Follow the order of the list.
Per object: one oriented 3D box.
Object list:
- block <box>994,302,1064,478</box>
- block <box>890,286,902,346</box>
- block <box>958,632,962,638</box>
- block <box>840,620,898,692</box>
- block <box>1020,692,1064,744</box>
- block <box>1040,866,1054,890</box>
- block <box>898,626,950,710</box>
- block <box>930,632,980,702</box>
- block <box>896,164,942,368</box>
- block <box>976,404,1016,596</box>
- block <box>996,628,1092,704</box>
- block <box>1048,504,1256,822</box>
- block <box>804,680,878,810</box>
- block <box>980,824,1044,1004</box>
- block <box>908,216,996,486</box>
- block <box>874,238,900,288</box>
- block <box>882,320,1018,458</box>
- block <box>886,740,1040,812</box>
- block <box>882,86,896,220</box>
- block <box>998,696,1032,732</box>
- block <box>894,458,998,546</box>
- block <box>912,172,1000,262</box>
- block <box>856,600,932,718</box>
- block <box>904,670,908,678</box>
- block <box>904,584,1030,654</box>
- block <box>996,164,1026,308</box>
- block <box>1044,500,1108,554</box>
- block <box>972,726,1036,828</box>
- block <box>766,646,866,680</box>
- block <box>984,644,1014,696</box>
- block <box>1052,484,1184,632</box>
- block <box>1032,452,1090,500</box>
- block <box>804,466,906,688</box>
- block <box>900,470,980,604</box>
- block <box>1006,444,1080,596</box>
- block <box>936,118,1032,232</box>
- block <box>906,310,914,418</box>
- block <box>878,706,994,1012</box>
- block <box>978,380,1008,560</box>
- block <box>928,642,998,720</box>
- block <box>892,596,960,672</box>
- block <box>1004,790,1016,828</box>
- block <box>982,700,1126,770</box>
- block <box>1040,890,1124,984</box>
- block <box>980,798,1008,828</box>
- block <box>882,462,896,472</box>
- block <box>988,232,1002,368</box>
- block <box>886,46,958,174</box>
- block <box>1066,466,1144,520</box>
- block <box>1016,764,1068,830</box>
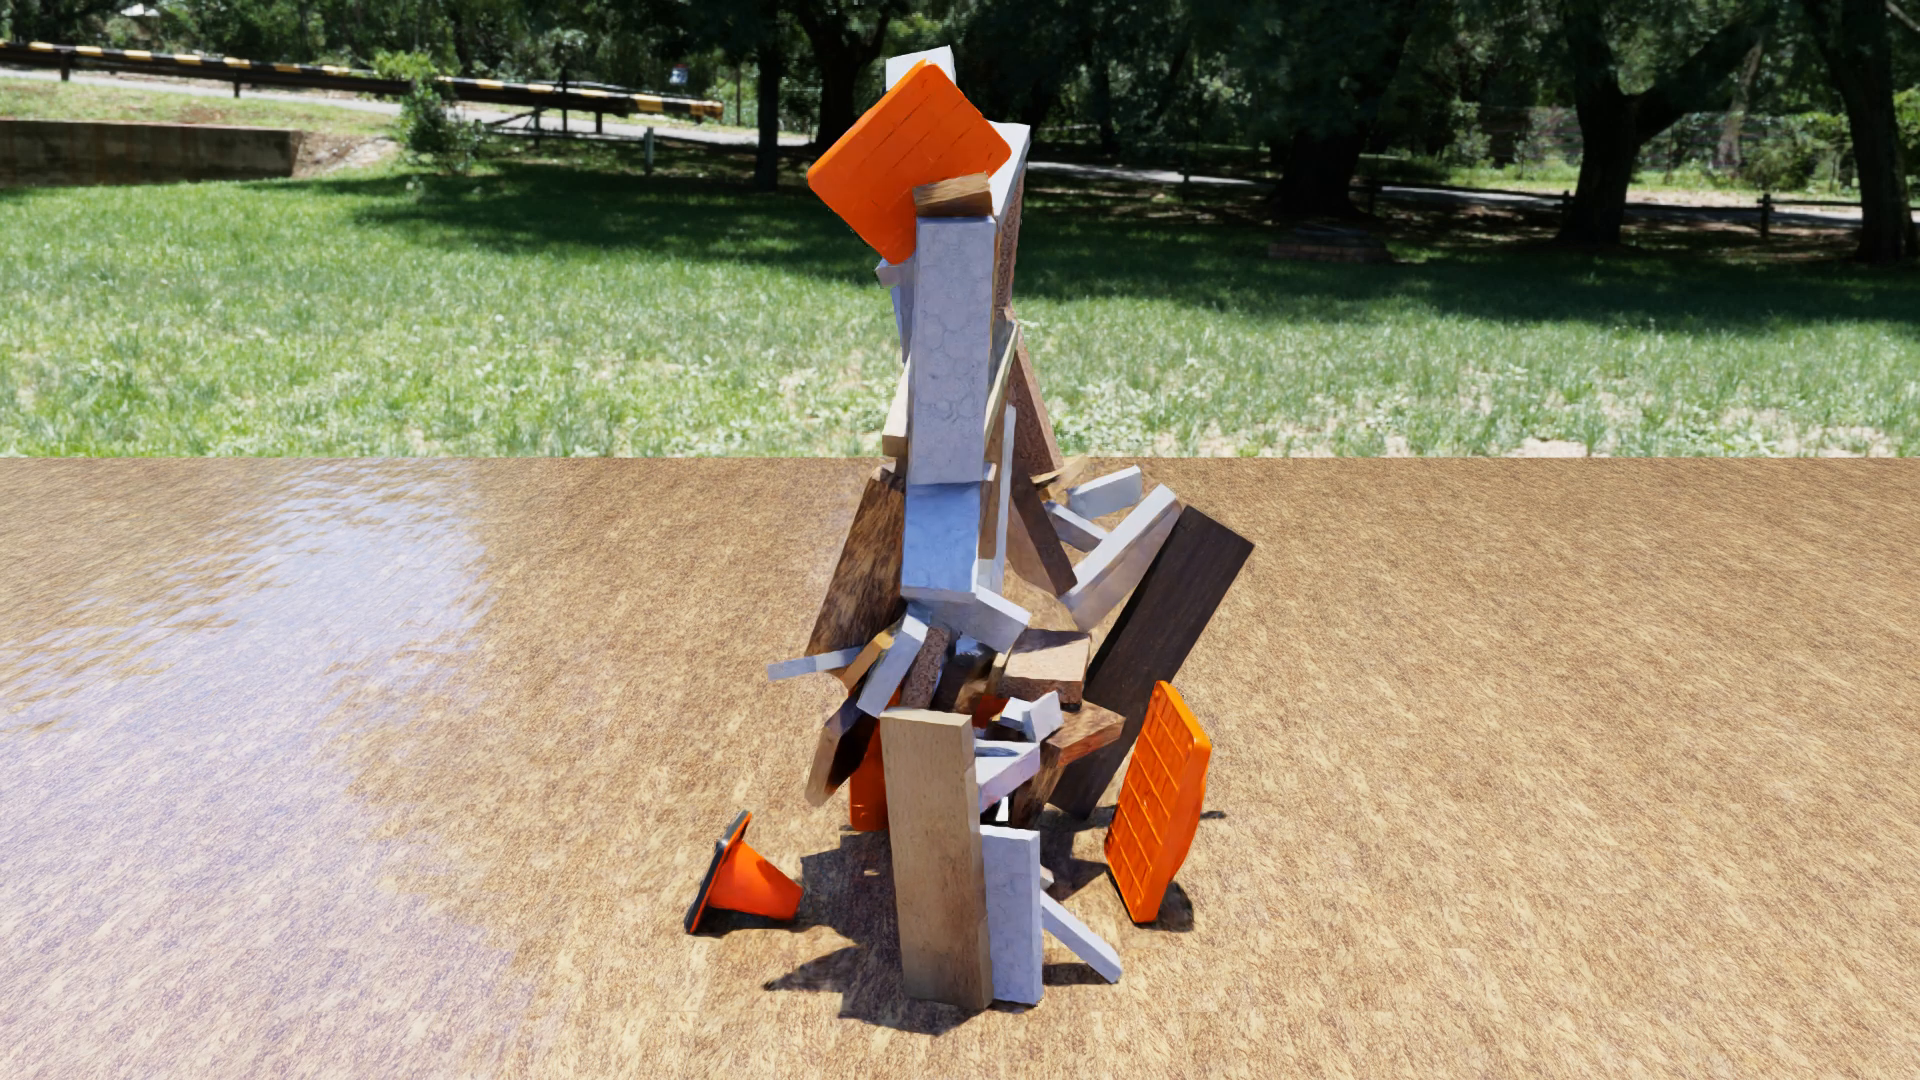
[{"bbox_3d":[0.057,-0.333,3.926,0.124,0.461,0.035,-13,10,33],"label":"block"},{"bbox_3d":[-0.035,-0.324,3.721,0.124,0.247,0.035,-16,-11,29],"label":"block"},{"bbox_3d":[-0.073,0.107,3.891,0.034,0.120,0.240,-9,50,-29],"label":"block"},{"bbox_3d":[-0.124,0.174,3.473,0.090,0.025,0.180,-35,-8,-31],"label":"block"},{"bbox_3d":[0.134,0.289,3.572,0.016,0.055,0.144,-12,4,21],"label":"block"},{"bbox_3d":[0.055,0.550,3.375,0.088,0.175,0.025,30,31,-20],"label":"block"},{"bbox_3d":[-0.059,0.209,3.456,0.037,0.130,0.261,16,-7,-2],"label":"block"},{"bbox_3d":[-0.020,0.250,3.769,0.037,0.131,0.261,27,47,7],"label":"block"},{"bbox_3d":[-0.042,-0.424,3.657,0.112,0.398,0.032,-3,-1,18],"label":"block"},{"bbox_3d":[0.000,-0.068,3.722,0.162,0.325,0.046,0,-10,27],"label":"block"},{"bbox_3d":[0.150,0.219,3.862,0.143,0.040,0.285,3,15,6],"label":"block"},{"bbox_3d":[0.322,0.227,4.019,0.143,0.597,0.040,29,5,-25],"label":"block"},{"bbox_3d":[-0.194,0.342,3.679,0.120,0.034,0.393,-46,-10,-23],"label":"block"},{"bbox_3d":[0.052,0.542,3.199,0.127,0.254,0.036,4,15,22],"label":"block"},{"bbox_3d":[-0.014,-0.274,3.224,0.108,0.410,0.031,-3,28,-11],"label":"block"},{"bbox_3d":[-0.050,-0.522,3.806,0.124,0.035,0.247,-14,26,26],"label":"block"},{"bbox_3d":[-0.013,-0.240,3.457,0.153,0.043,0.307,8,45,8],"label":"block"},{"bbox_3d":[0.009,0.358,3.373,0.151,0.043,0.302,2,7,18],"label":"block"},{"bbox_3d":[-0.075,-0.666,3.771,0.112,0.224,0.032,0,4,19],"label":"block"},{"bbox_3d":[0.100,0.288,3.621,0.055,0.016,0.110,16,14,7],"label":"block"},{"bbox_3d":[-0.052,0.026,3.553,0.153,0.403,0.043,14,41,1],"label":"block"},{"bbox_3d":[-0.004,-0.460,3.208,0.108,0.031,0.217,-12,-20,1],"label":"block"},{"bbox_3d":[-0.094,0.170,3.201,0.036,0.127,0.254,30,8,-3],"label":"block"},{"bbox_3d":[-0.087,0.117,3.789,0.120,0.240,0.034,-20,-36,29],"label":"block"},{"bbox_3d":[0.011,0.103,3.401,0.180,0.090,0.026,29,50,-4],"label":"block"},{"bbox_3d":[0.034,-0.495,3.538,0.116,0.231,0.033,8,6,13],"label":"block"},{"bbox_3d":[0.196,-0.024,3.983,0.143,0.020,0.072,29,-29,-26],"label":"block"},{"bbox_3d":[0.038,0.435,3.726,0.136,0.273,0.039,13,38,-5],"label":"block"},{"bbox_3d":[-0.224,0.196,3.526,0.090,0.026,0.180,-12,-2,27],"label":"block"},{"bbox_3d":[0.066,0.215,3.687,0.016,0.055,0.110,19,22,5],"label":"block"},{"bbox_3d":[0.295,0.039,4.010,0.040,0.285,0.143,42,-9,30],"label":"block"},{"bbox_3d":[0.169,-0.109,3.981,0.072,0.020,0.143,-16,18,41],"label":"block"},{"bbox_3d":[-0.146,0.068,3.525,0.111,0.444,0.031,28,44,6],"label":"block"},{"bbox_3d":[-0.029,-0.014,3.318,0.111,0.222,0.031,6,-32,-6],"label":"block"},{"bbox_3d":[0.091,-0.065,3.892,0.046,0.331,0.162,-33,25,-16],"label":"block"},{"bbox_3d":[0.031,-0.572,3.442,0.116,0.033,0.231,7,48,11],"label":"block"},{"bbox_3d":[-0.019,-0.288,3.327,0.108,0.217,0.031,6,16,6],"label":"block"},{"bbox_3d":[-0.032,0.457,3.141,0.127,0.454,0.036,5,22,25],"label":"block"},{"bbox_3d":[-0.010,-0.128,3.576,0.153,0.307,0.043,4,11,3],"label":"block"},{"bbox_3d":[0.001,0.250,3.639,0.037,0.131,0.261,24,8,10],"label":"block"},{"bbox_3d":[-0.052,0.118,3.578,0.111,0.222,0.031,12,42,3],"label":"block"},{"bbox_3d":[0.003,0.475,3.601,0.151,0.302,0.043,-1,53,-4],"label":"block"},{"bbox_3d":[0.161,0.316,3.689,0.136,0.039,0.273,21,15,23],"label":"block"},{"bbox_3d":[0.167,0.589,3.307,0.175,0.025,0.088,40,5,-10],"label":"block"},{"bbox_3d":[-0.003,0.504,3.404,0.151,0.302,0.043,0,48,0],"label":"block"},{"bbox_3d":[-0.067,0.026,3.955,0.046,0.162,0.325,-14,47,-23],"label":"block"},{"bbox_3d":[-0.005,-0.368,3.409,0.116,0.231,0.033,7,6,11],"label":"block"},{"bbox_3d":[-0.063,-0.722,3.682,0.112,0.224,0.032,-10,-31,11],"label":"block"},{"bbox_3d":[0.264,-0.081,4.021,0.143,0.072,0.020,-19,41,-13],"label":"block"},{"bbox_3d":[0.114,0.424,3.871,0.136,0.273,0.039,-10,46,-43],"label":"block"}]
